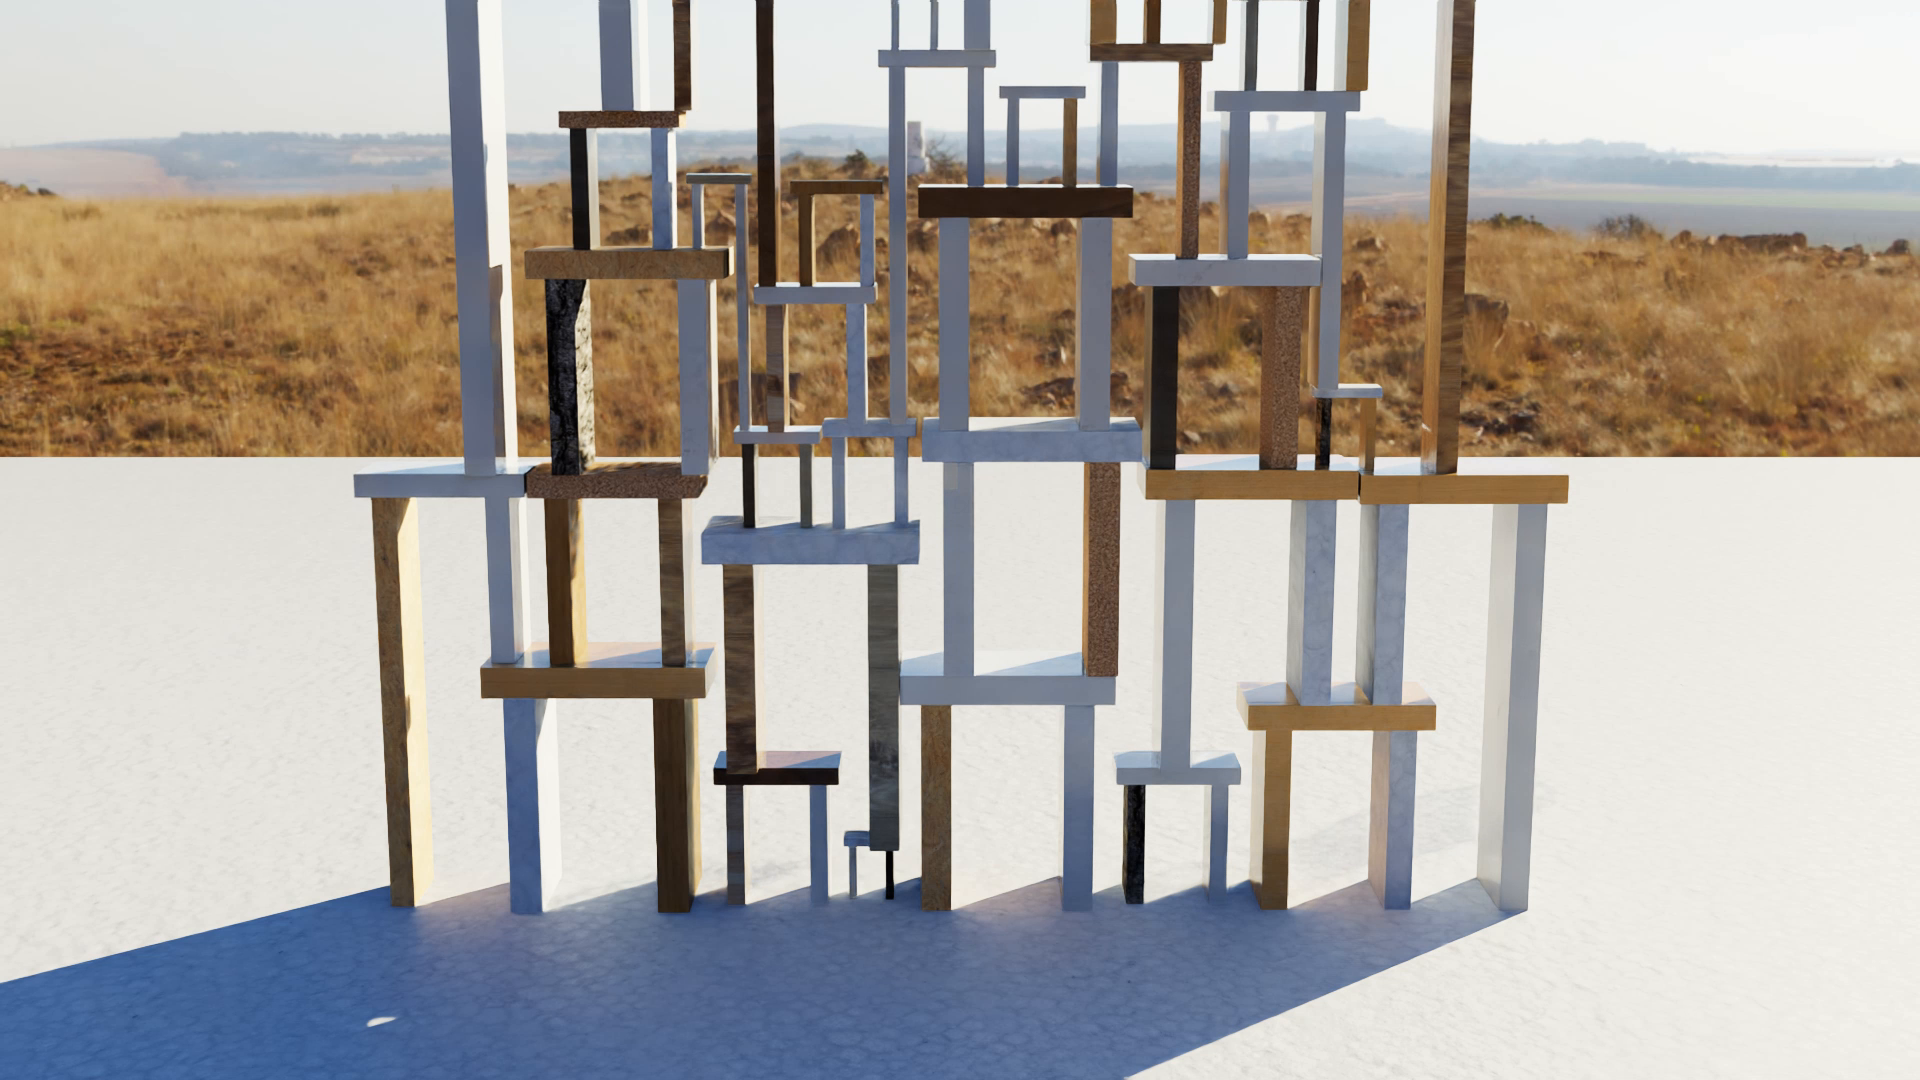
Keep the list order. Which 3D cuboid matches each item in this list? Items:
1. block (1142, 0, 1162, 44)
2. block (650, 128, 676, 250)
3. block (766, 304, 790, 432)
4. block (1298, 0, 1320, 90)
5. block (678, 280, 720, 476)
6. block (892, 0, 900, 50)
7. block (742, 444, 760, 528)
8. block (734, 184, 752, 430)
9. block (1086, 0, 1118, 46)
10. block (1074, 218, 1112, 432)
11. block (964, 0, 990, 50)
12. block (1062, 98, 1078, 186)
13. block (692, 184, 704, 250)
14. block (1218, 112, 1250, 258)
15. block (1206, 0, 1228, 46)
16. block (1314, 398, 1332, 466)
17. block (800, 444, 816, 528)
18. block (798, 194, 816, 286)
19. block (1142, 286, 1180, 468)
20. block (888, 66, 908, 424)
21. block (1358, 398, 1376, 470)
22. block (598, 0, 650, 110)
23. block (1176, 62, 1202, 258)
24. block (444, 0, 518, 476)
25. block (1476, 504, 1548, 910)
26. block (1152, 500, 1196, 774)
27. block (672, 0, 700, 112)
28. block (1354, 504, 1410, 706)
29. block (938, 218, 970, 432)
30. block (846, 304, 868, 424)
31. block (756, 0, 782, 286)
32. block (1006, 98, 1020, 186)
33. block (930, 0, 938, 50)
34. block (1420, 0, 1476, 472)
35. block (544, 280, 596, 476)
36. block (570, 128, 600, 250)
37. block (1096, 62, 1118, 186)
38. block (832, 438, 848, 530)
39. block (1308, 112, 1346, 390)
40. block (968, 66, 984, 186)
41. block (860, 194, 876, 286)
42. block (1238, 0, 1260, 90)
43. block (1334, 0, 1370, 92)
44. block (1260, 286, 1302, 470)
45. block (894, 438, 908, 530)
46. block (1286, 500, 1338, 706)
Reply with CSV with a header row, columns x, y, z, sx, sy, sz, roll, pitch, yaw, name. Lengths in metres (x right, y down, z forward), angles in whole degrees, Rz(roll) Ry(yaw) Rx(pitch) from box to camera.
x,y,z,sx,sy,sz,roll,pitch,yaw,name
0.297,-0.844,3.397,0.021,0.151,0.076,0,11,0,block
-0.465,-0.552,3.455,0.026,0.186,0.093,0,10,-1,block
-0.291,-0.278,3.506,0.027,0.203,0.095,0,11,0,block
0.541,-0.767,3.413,0.020,0.139,0.069,0,11,0,block
-0.417,-0.267,3.509,0.043,0.307,0.153,0,11,0,block
-0.100,-0.805,3.409,0.013,0.090,0.045,0,10,-1,block
-0.337,-0.092,3.541,0.019,0.137,0.068,0,11,0,block
-0.344,-0.369,3.491,0.014,0.387,0.050,0,11,0,block
0.219,-0.912,3.393,0.041,0.288,0.144,0,10,0,block
0.211,-0.348,3.493,0.047,0.330,0.165,0,11,0,block
0.027,-0.908,3.396,0.041,0.297,0.144,0,10,1,block
0.172,-0.622,3.440,0.019,0.134,0.067,0,10,0,block
-0.412,-0.510,3.458,0.014,0.101,0.050,-1,12,-3,block
0.431,-0.558,3.457,0.032,0.225,0.113,0,11,0,block
0.399,-0.844,3.398,0.021,0.151,0.076,1,11,0,block
0.582,-0.178,3.523,0.015,0.108,0.054,0,11,0,block
-0.246,-0.092,3.540,0.019,0.137,0.068,0,11,0,block
-0.241,-0.474,3.466,0.020,0.142,0.071,0,11,1,block
0.320,-0.266,3.510,0.041,0.287,0.144,0,11,0,block
-0.097,-0.463,3.468,0.026,0.553,0.091,0,11,0,block
0.653,-0.173,3.524,0.015,0.116,0.054,0,11,0,block
-0.522,-0.841,3.406,0.049,0.346,0.173,0,10,0,block
0.358,-0.596,3.449,0.027,0.301,0.095,0,11,0,block
-0.753,-0.563,3.454,0.049,0.910,0.173,0,11,0,block
0.904,0.259,3.608,0.046,0.673,0.164,0,11,0,block
0.347,0.142,3.585,0.047,0.448,0.167,0,11,0,block
-0.425,-0.763,3.413,0.027,0.190,0.095,1,10,1,block
0.685,0.089,3.577,0.046,0.328,0.164,0,10,0,block
-0.009,-0.348,3.494,0.047,0.330,0.165,0,11,0,block
-0.164,-0.285,3.504,0.027,0.190,0.095,0,11,0,block
-0.299,-0.630,3.438,0.027,0.459,0.095,0,11,0,block
0.083,-0.622,3.441,0.019,0.134,0.067,0,10,0,block
-0.040,-0.805,3.410,0.013,0.090,0.045,1,10,-1,block
0.769,-0.526,3.461,0.034,0.831,0.119,0,11,0,block
-0.621,-0.267,3.507,0.043,0.307,0.153,0,11,0,block
-0.589,-0.552,3.454,0.026,0.186,0.093,0,10,0,block
0.230,-0.650,3.440,0.027,0.190,0.095,0,10,0,block
-0.193,-0.097,3.536,0.021,0.148,0.074,0,11,0,block
0.579,-0.458,3.478,0.032,0.429,0.113,0,11,0,block
0.025,-0.646,3.436,0.026,0.182,0.091,0,10,0,block
-0.146,-0.474,3.466,0.020,0.142,0.071,0,11,0,block
0.449,-0.768,3.414,0.020,0.139,0.069,0,11,0,block
0.609,-0.817,3.407,0.034,0.238,0.119,0,11,0,block
0.511,-0.266,3.510,0.041,0.287,0.144,0,11,0,block
-0.094,-0.097,3.535,0.021,0.148,0.074,0,11,0,block
0.570,0.086,3.575,0.047,0.335,0.167,0,11,0,block
